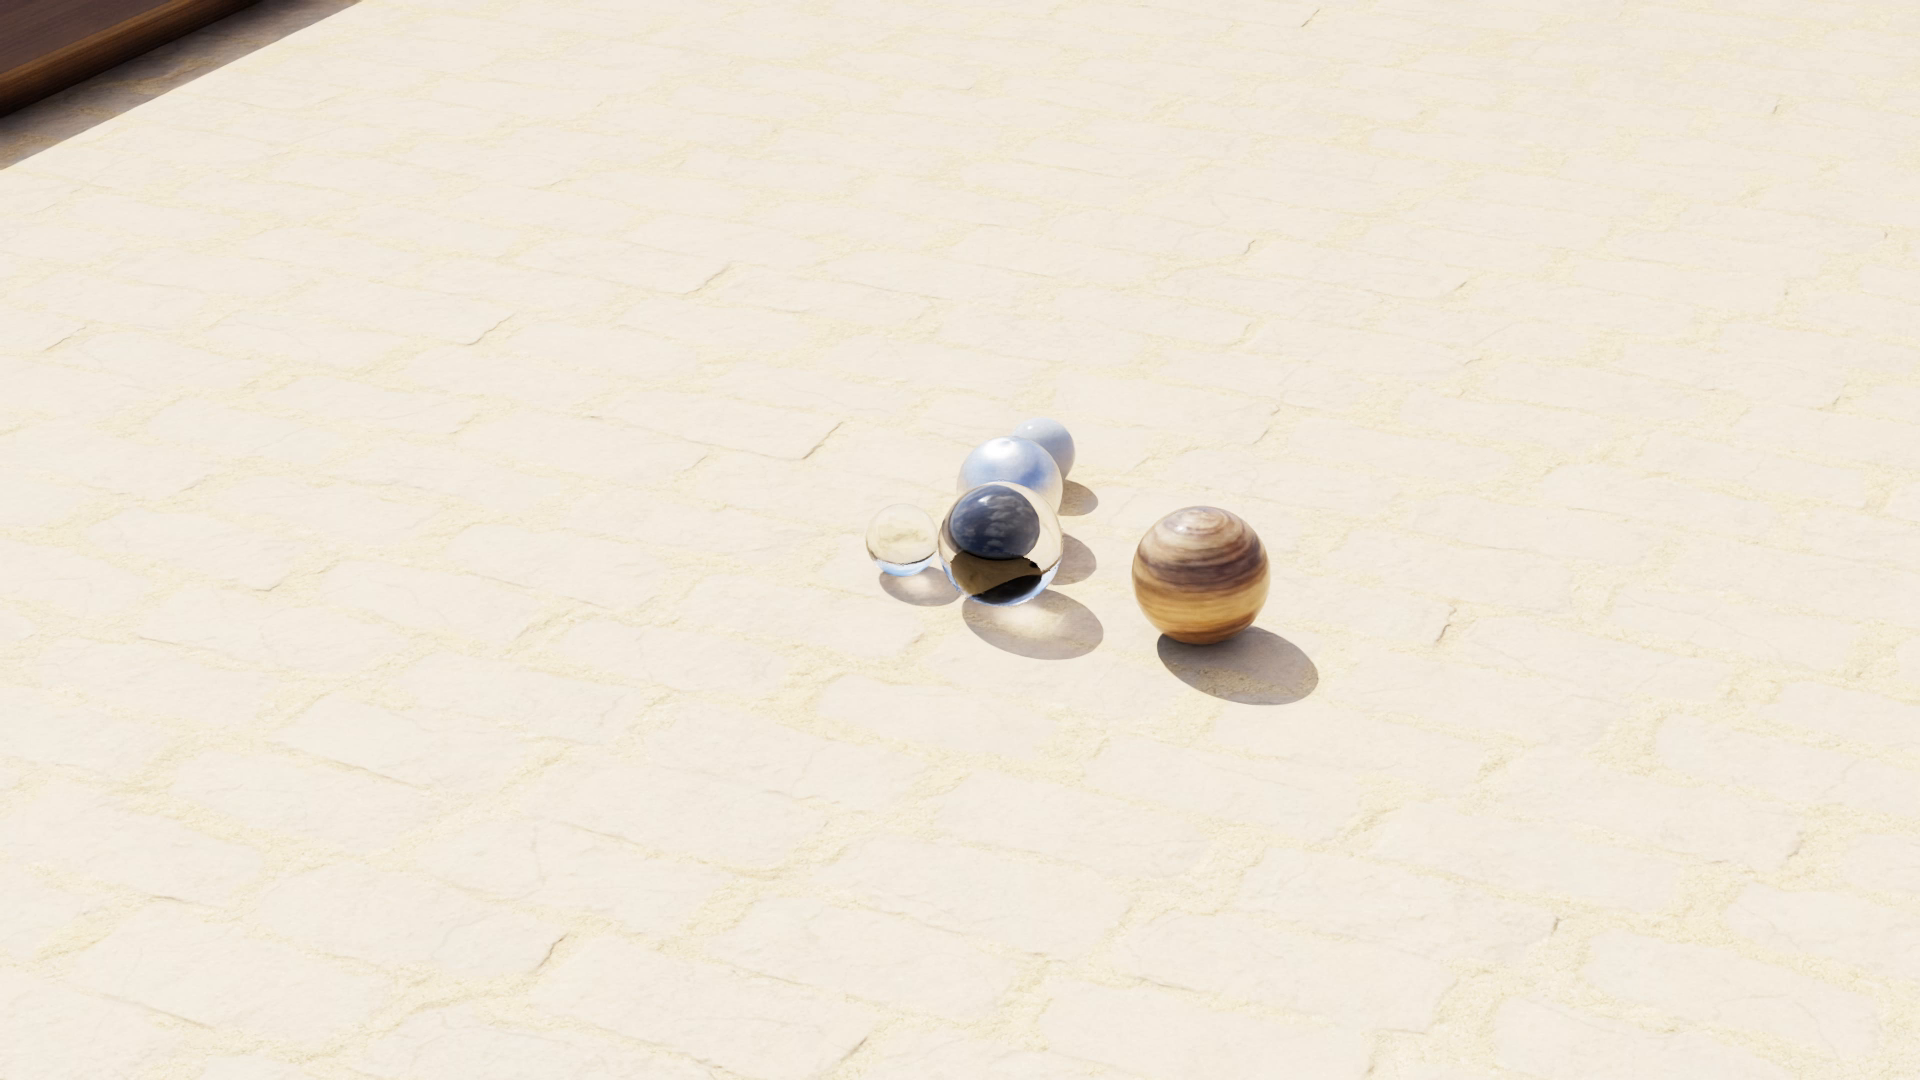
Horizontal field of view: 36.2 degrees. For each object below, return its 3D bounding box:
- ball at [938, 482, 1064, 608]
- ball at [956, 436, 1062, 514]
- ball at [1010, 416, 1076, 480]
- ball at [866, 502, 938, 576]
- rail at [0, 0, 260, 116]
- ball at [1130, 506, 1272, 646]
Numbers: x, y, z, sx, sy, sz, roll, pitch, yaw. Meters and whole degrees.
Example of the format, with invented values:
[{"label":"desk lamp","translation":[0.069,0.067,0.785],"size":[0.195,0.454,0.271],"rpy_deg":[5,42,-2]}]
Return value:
[{"label":"ball","translation":[0.024,0.002,1.711],"size":[0.073,0.073,0.073],"rpy_deg":[0,27,0]},{"label":"ball","translation":[0.030,-0.031,1.785],"size":[0.065,0.065,0.065],"rpy_deg":[0,27,0]},{"label":"ball","translation":[0.051,-0.055,1.852],"size":[0.045,0.045,0.045],"rpy_deg":[0,27,0]},{"label":"ball","translation":[-0.034,0.000,1.748],"size":[0.044,0.044,0.044],"rpy_deg":[0,27,0]},{"label":"rail","translation":[-0.583,-0.607,2.849],"size":[0.045,0.103,3.665],"rpy_deg":[12,30,22]},{"label":"ball","translation":[0.137,0.020,1.671],"size":[0.080,0.080,0.080],"rpy_deg":[0,27,0]}]
